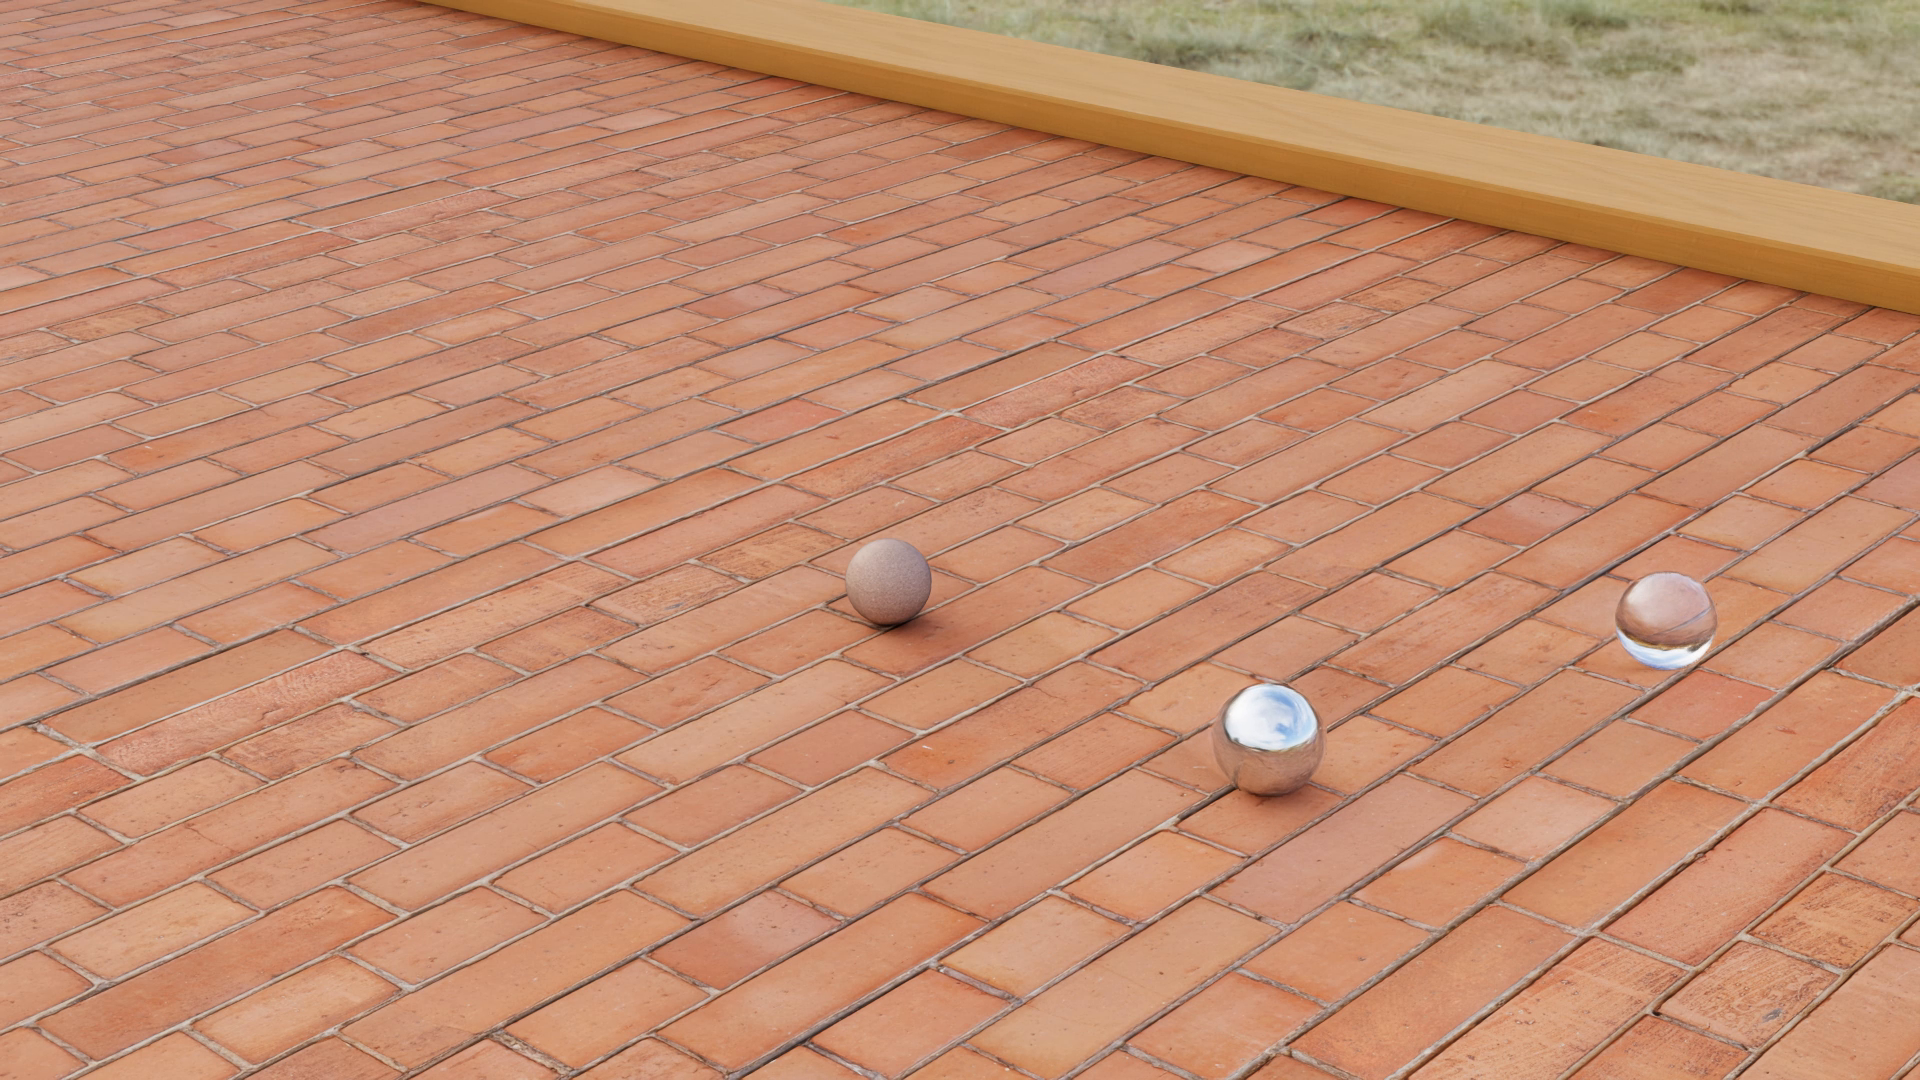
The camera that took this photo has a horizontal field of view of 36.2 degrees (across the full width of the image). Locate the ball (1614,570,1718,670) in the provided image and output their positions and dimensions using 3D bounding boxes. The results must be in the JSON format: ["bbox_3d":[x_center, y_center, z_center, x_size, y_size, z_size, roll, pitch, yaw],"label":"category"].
[{"bbox_3d":[0.564,0.064,2.348,0.079,0.079,0.079,0,22,0],"label":"ball"}]

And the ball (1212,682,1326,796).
[{"bbox_3d":[0.225,0.145,2.145,0.083,0.083,0.083,0,22,0],"label":"ball"}]

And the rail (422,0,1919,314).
[{"bbox_3d":[-0.024,-0.641,4.029,4.380,0.119,0.045,18,28,37],"label":"rail"}]

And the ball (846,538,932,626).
[{"bbox_3d":[-0.059,0.034,2.432,0.072,0.072,0.072,0,22,0],"label":"ball"}]
